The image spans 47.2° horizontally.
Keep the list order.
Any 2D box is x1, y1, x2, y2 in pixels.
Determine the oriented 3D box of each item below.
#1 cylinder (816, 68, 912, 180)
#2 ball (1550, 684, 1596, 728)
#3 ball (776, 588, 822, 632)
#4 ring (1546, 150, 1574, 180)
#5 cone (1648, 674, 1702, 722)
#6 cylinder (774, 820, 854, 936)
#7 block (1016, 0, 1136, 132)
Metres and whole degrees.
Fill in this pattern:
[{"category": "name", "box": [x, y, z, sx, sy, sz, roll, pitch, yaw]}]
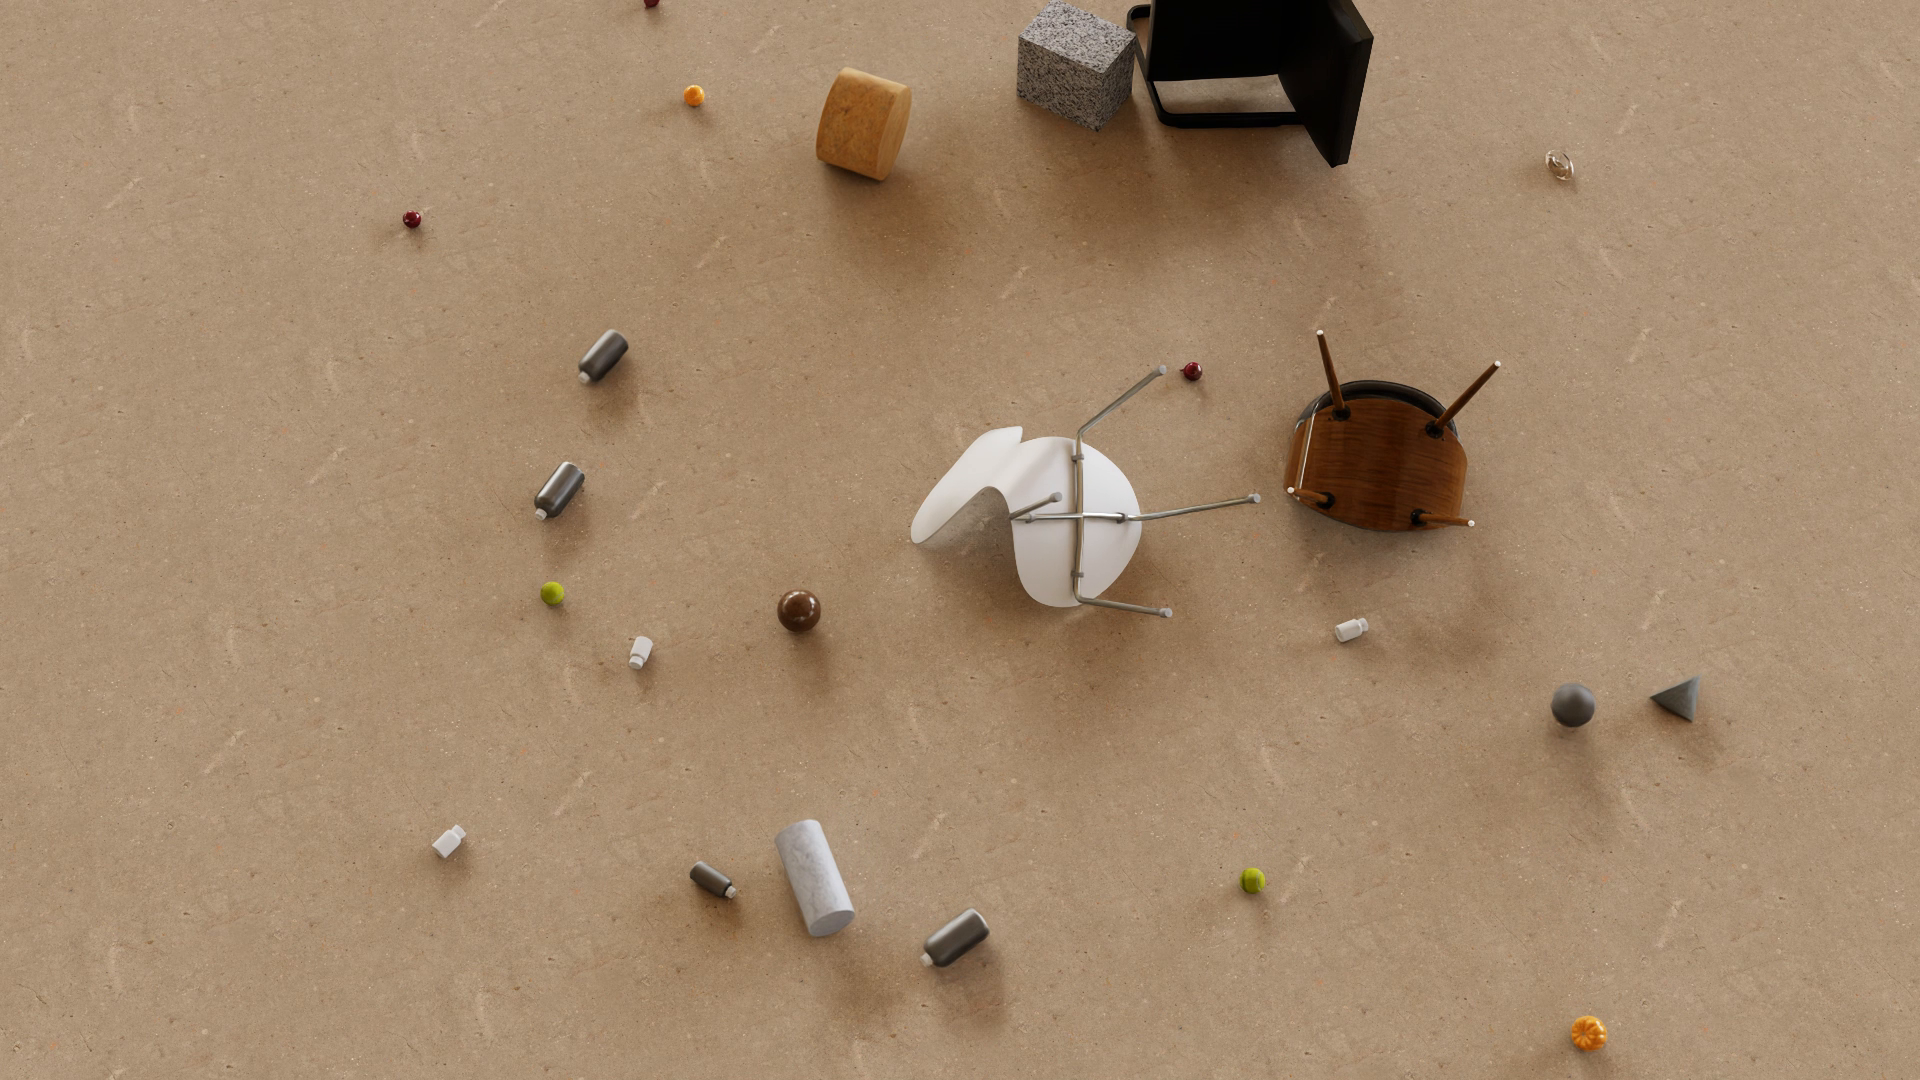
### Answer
[{"category": "cylinder", "box": [-0.321, -1.388, 7.339, 0.223, 0.224, 0.322, 21, 103, 13]}, {"category": "ball", "box": [1.725, 0.466, 6.189, 0.120, 0.120, 0.120, 0, 56, 0]}, {"category": "ball", "box": [-0.465, 0.204, 6.360, 0.128, 0.128, 0.128, 0, 56, 0]}, {"category": "ring", "box": [2.019, -1.263, 7.401, 0.078, 0.034, 0.132, -19, 59, -11]}, {"category": "cone", "box": [2.053, 0.465, 6.234, 0.171, 0.098, 0.115, -22, 82, -12]}, {"category": "cylinder", "box": [-0.390, 0.904, 5.889, 0.132, 0.128, 0.282, -38, 57, 20]}, {"category": "block", "box": [0.395, -1.618, 7.494, 0.328, 0.276, 0.225, 28, 61, 18]}]
